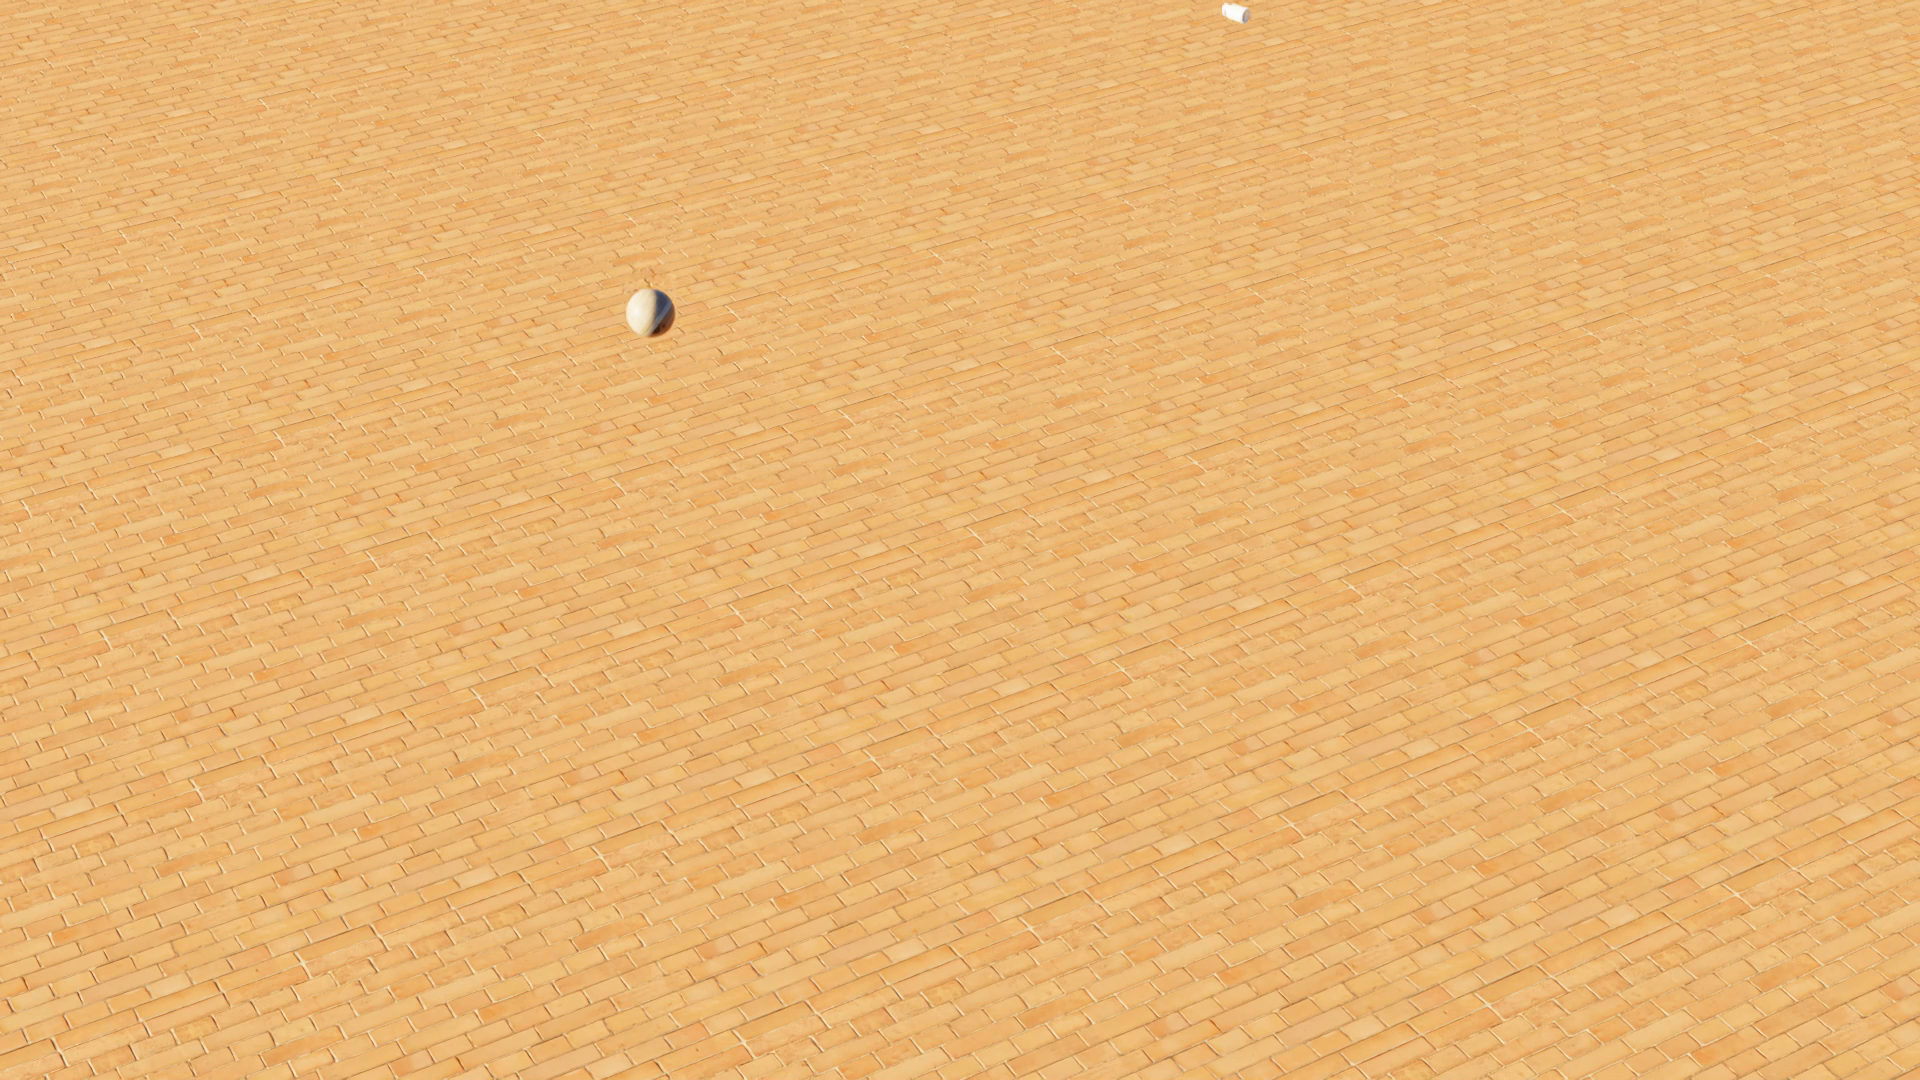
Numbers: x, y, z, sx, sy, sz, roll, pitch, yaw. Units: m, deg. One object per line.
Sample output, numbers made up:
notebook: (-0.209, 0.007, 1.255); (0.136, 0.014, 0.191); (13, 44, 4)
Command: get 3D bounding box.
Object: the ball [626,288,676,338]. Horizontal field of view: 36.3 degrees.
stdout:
ball: (-0.853, -0.626, 8.097); (0.137, 0.137, 0.137); (0, 33, 0)
